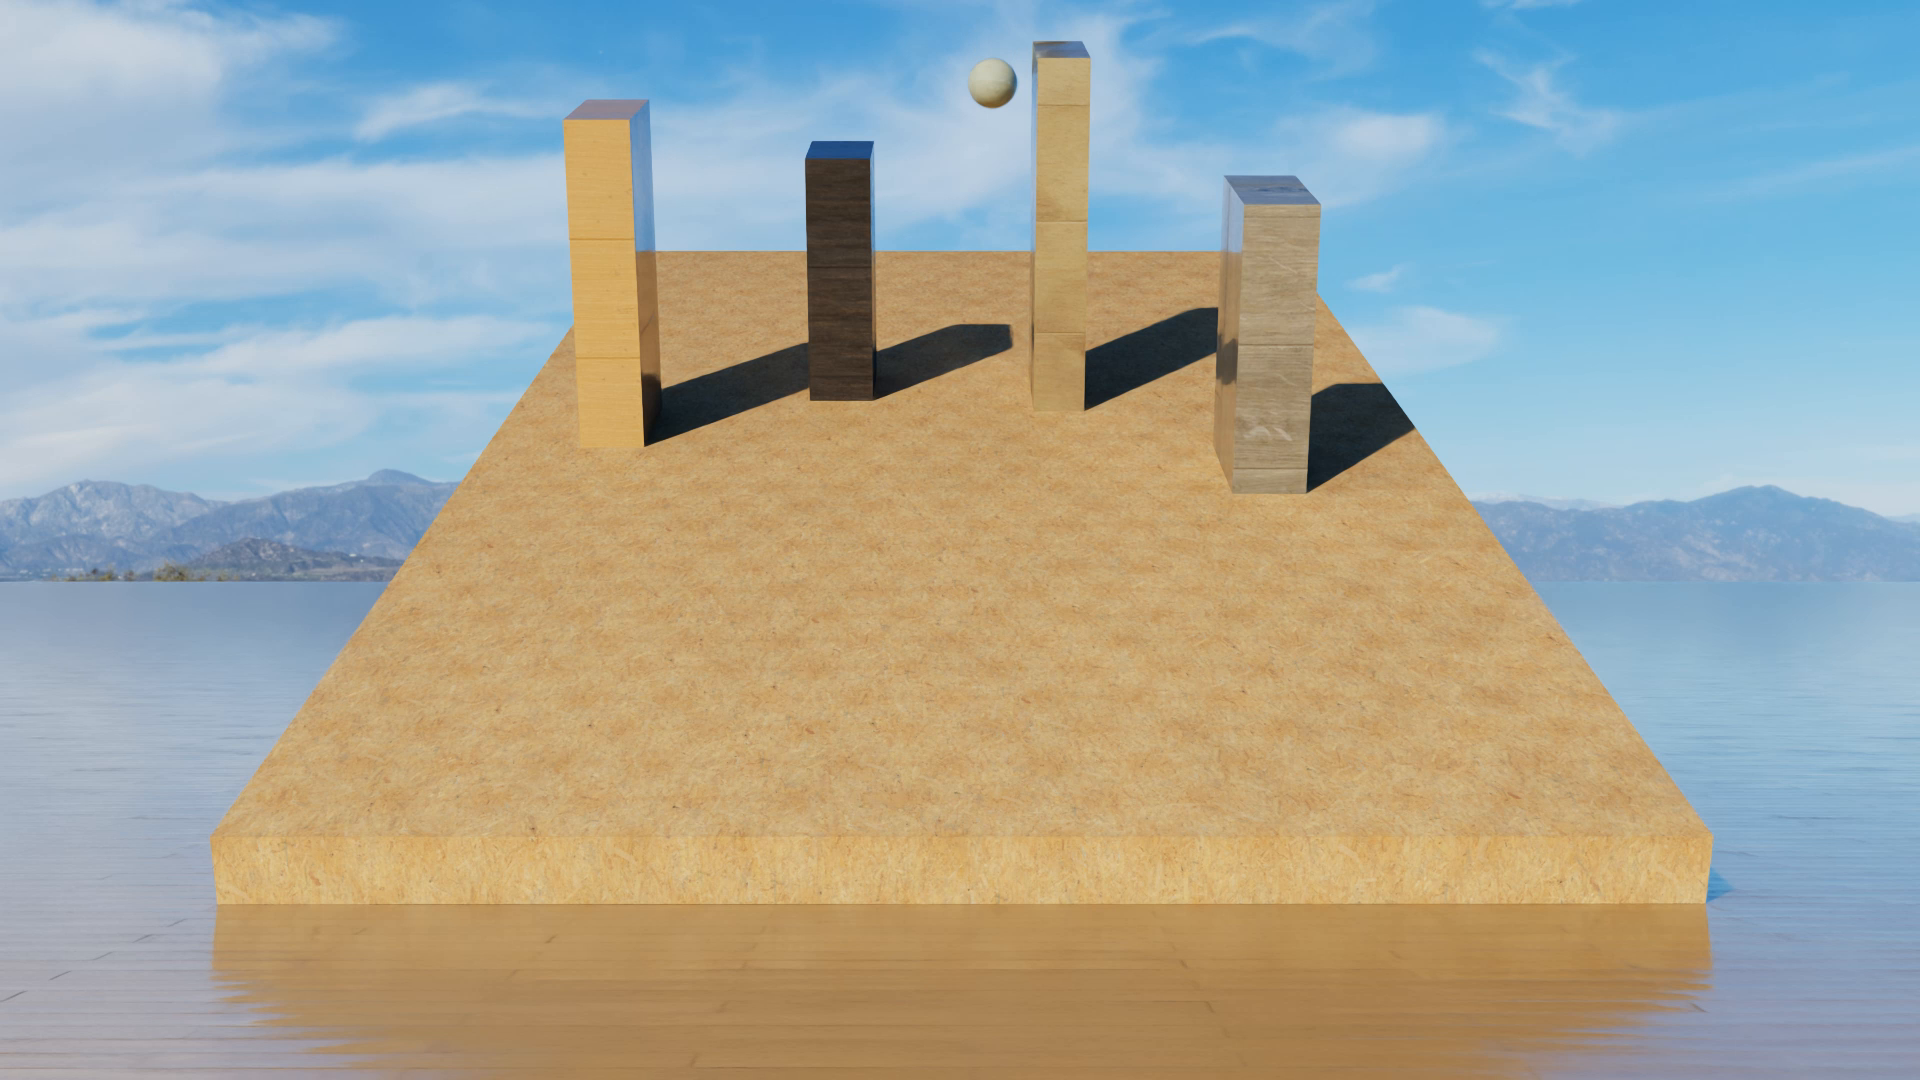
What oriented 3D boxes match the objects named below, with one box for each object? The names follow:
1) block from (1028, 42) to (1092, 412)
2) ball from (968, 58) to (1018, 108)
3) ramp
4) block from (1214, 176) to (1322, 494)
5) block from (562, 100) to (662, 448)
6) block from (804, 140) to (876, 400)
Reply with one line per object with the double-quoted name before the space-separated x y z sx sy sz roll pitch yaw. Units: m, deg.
"block" 0.221 -0.712 5.067 0.114 0.779 0.339 0 18 0
"ball" 0.093 -1.298 6.375 0.142 0.142 0.142 0 -1 0
"ramp" -0.004 -0.192 4.897 2.000 0.100 4.000 0 18 0
"block" 0.612 -0.418 4.512 0.146 0.575 0.341 0 18 0
"block" -0.736 -0.572 4.790 0.134 0.688 0.315 0 18 0
"block" -0.270 -0.620 5.151 0.144 0.550 0.266 0 18 0
